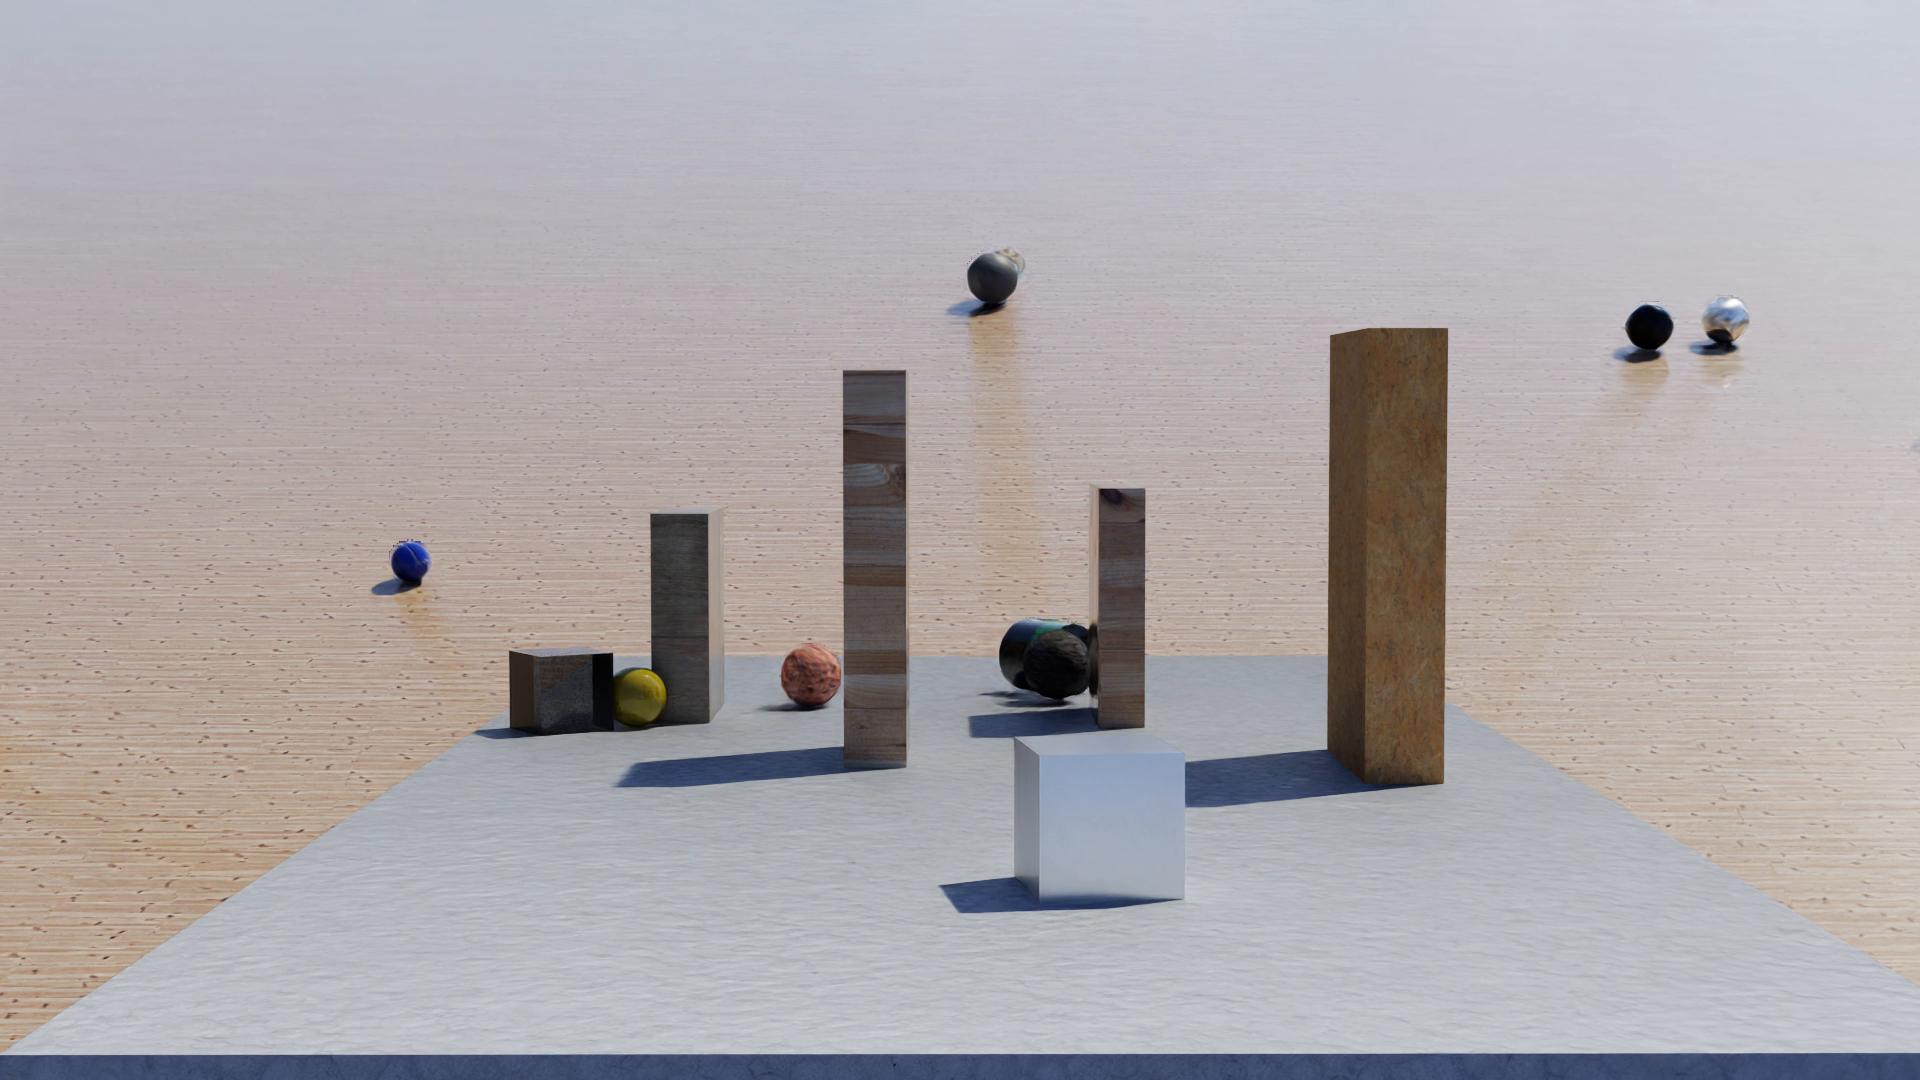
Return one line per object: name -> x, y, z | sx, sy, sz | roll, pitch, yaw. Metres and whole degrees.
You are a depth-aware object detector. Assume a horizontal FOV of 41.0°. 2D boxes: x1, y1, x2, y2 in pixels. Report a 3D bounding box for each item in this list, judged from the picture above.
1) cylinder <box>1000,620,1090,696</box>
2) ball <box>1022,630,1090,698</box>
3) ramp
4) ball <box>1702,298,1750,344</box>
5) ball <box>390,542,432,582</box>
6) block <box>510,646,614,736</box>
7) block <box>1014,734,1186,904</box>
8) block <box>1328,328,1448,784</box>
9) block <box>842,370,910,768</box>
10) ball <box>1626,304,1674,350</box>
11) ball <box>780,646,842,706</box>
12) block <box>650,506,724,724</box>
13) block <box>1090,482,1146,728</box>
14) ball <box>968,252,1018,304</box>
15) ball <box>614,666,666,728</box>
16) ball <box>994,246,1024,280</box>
cylinder -> 0.198, 0.260, 5.696 | 0.158, 0.158, 0.158 | -16, 12, -35
ball -> 0.208, 0.267, 5.516 | 0.148, 0.148, 0.148 | 0, 21, 0
ramp -> 0.050, 0.451, 4.532 | 2.000, 0.100, 4.000 | 0, 3, 0
ball -> 2.781, -0.798, 9.341 | 0.167, 0.167, 0.167 | 0, 21, 0
ball -> -1.544, 0.062, 7.229 | 0.111, 0.111, 0.111 | 0, 21, 0
block -> -0.785, 0.296, 5.063 | 0.153, 0.153, 0.153 | -2, 4, -33
block -> 0.182, 0.365, 3.397 | 0.191, 0.191, 0.191 | 0, 3, -8
block -> 0.748, 0.017, 4.530 | 0.134, 0.766, 0.438 | 0, 3, 0
block -> -0.150, 0.045, 4.656 | 0.110, 0.699, 0.296 | 0, 3, 0
ball -> 2.486, -0.769, 9.267 | 0.168, 0.168, 0.168 | 0, 21, 0
ball -> -0.316, 0.288, 5.445 | 0.130, 0.130, 0.130 | 0, 21, 0
block -> -0.561, 0.149, 5.319 | 0.116, 0.421, 0.344 | 0, 3, 0
block -> 0.319, 0.126, 5.246 | 0.092, 0.474, 0.343 | 0, 3, 0
ball -> 0.124, -1.001, 9.821 | 0.194, 0.194, 0.194 | 0, 21, 0
ball -> -0.644, 0.310, 5.099 | 0.122, 0.122, 0.122 | 0, 21, 0
ball -> 0.181, -1.075, 10.073 | 0.147, 0.147, 0.147 | 0, 21, 0
